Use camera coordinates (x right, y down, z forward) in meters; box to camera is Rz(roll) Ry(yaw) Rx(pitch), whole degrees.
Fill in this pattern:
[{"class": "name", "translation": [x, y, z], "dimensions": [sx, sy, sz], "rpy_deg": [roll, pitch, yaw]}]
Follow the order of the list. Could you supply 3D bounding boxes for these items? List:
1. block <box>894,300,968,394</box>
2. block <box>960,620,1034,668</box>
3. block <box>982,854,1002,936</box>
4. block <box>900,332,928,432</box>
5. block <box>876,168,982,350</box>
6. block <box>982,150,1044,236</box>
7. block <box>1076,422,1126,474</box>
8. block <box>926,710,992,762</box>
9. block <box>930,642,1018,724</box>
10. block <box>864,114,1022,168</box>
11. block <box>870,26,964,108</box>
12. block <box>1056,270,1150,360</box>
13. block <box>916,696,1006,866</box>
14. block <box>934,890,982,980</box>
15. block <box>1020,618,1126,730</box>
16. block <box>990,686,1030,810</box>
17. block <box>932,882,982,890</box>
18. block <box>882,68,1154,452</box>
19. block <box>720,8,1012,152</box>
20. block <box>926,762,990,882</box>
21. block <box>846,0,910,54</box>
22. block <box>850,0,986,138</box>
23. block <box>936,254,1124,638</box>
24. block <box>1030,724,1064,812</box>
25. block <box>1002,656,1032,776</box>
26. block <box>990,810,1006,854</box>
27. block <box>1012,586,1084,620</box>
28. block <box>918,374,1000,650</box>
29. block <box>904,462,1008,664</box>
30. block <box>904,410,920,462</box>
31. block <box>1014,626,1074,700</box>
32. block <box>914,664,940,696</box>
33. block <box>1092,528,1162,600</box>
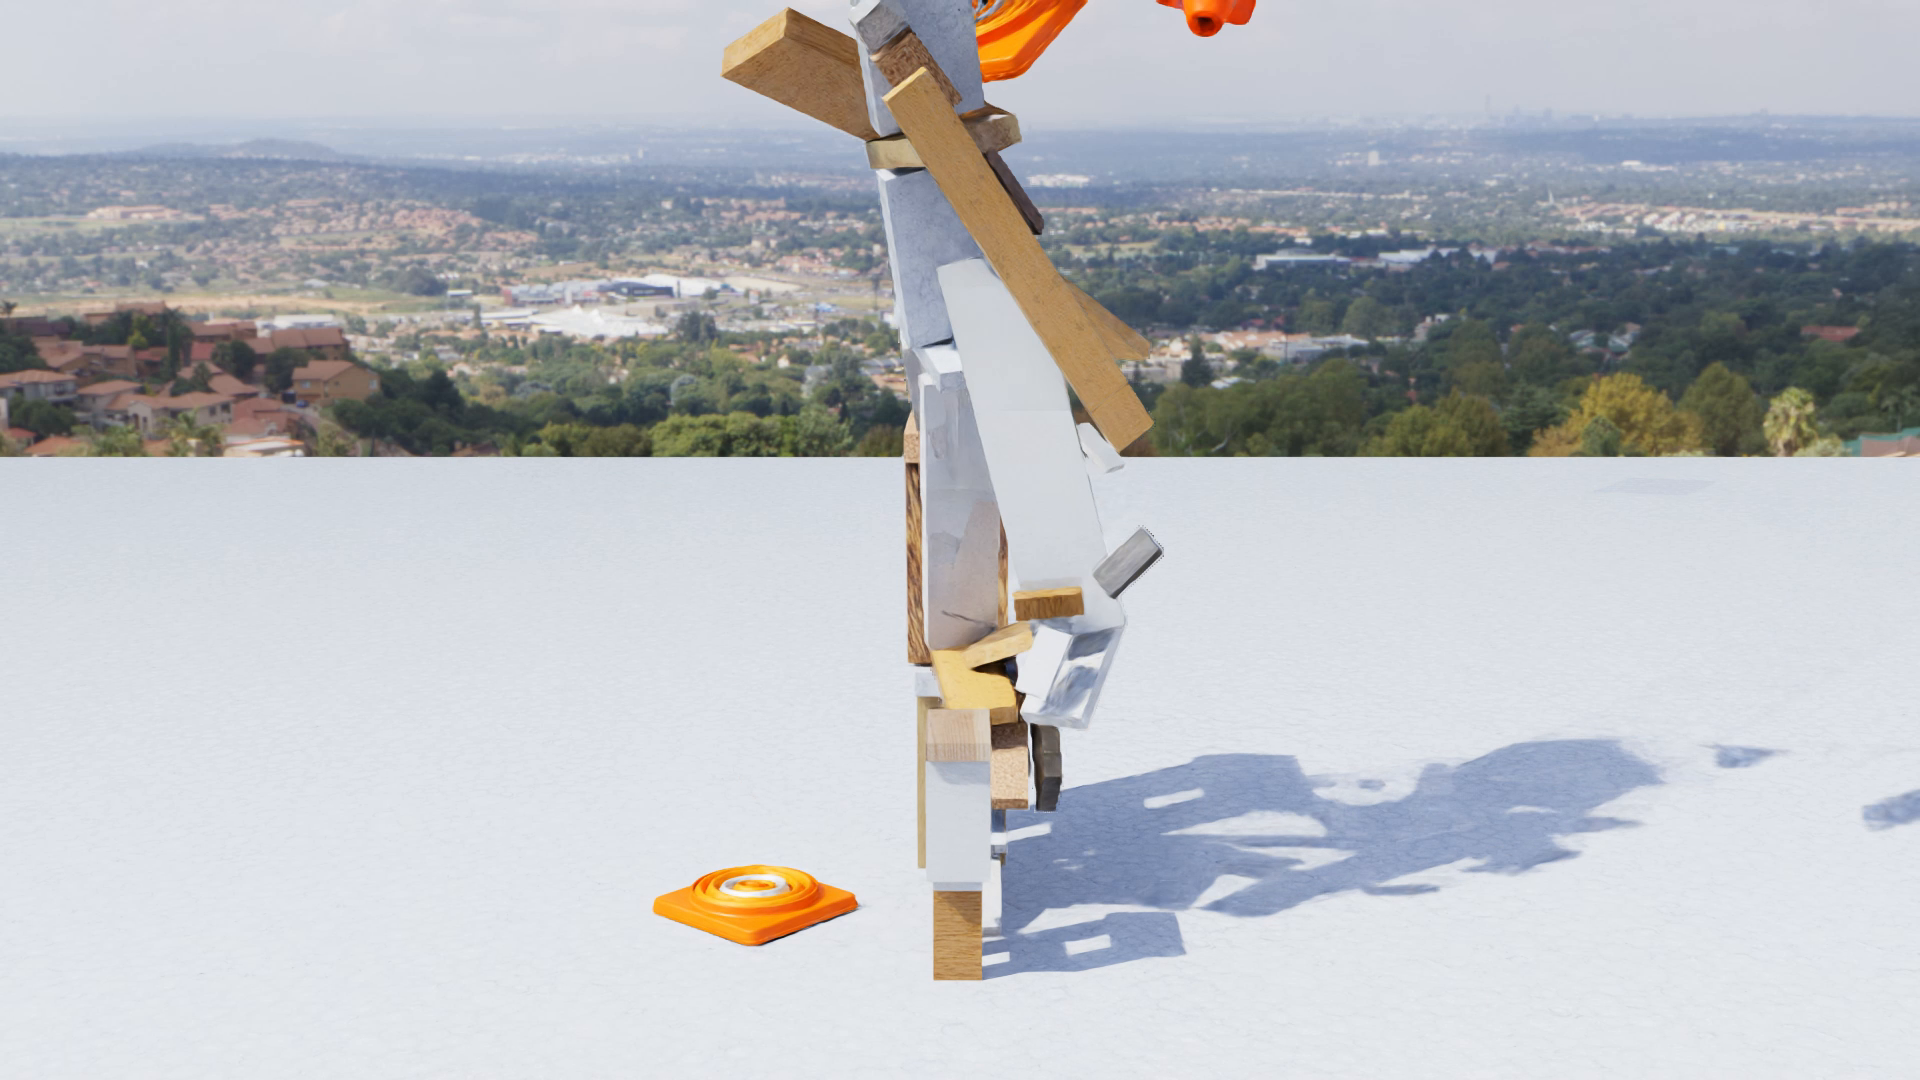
[{"class": "block", "translation": [-0.011, -0.316, 3.467], "dimensions": [0.122, 0.034, 0.243], "rpy_deg": [-11, 36, -15]}, {"class": "block", "translation": [0.104, 0.156, 3.578], "dimensions": [0.103, 0.029, 0.207], "rpy_deg": [-30, 7, -41]}, {"class": "block", "translation": [0.018, 0.546, 3.528], "dimensions": [0.094, 0.027, 0.188], "rpy_deg": [0, 49, -1]}, {"class": "block", "translation": [-0.025, -0.268, 3.646], "dimensions": [0.121, 0.034, 0.243], "rpy_deg": [-7, -30, 1]}, {"class": "block", "translation": [-0.034, -0.444, 3.360], "dimensions": [0.143, 0.286, 0.041], "rpy_deg": [-17, 35, -13]}, {"class": "block", "translation": [0.047, -0.554, 3.511], "dimensions": [0.099, 0.028, 0.199], "rpy_deg": [-2, -32, 31]}, {"class": "block", "translation": [0.240, -0.162, 3.869], "dimensions": [0.053, 0.015, 0.106], "rpy_deg": [-17, 60, -49]}, {"class": "block", "translation": [-0.002, 0.289, 3.267], "dimensions": [0.094, 0.027, 0.189], "rpy_deg": [0, 11, 0]}, {"class": "block", "translation": [0.021, 0.232, 3.622], "dimensions": [0.112, 0.032, 0.223], "rpy_deg": [-6, 29, -7]}, {"class": "block", "translation": [-0.028, -0.584, 3.224], "dimensions": [0.143, 0.041, 0.286], "rpy_deg": [-18, 14, -16]}, {"class": "block", "translation": [-0.063, -0.679, 3.231], "dimensions": [0.072, 0.144, 0.020], "rpy_deg": [-37, 43, 6]}, {"class": "block", "translation": [0.194, -0.386, 3.747], "dimensions": [0.099, 0.028, 0.355], "rpy_deg": [0, -17, 35]}, {"class": "block", "translation": [0.002, 0.410, 3.804], "dimensions": [0.151, 0.302, 0.043], "rpy_deg": [0, 4, -1]}, {"class": "block", "translation": [-0.004, 0.586, 3.289], "dimensions": [0.073, 0.146, 0.021], "rpy_deg": [0, 11, 0]}, {"class": "block", "translation": [0.177, 0.196, 3.413], "dimensions": [0.103, 0.029, 0.207], "rpy_deg": [4, 53, 28]}, {"class": "block", "translation": [0.054, 0.336, 3.580], "dimensions": [0.112, 0.032, 0.223], "rpy_deg": [0, 50, 0]}, {"class": "block", "translation": [-0.004, 0.496, 3.322], "dimensions": [0.073, 0.021, 0.146], "rpy_deg": [0, 11, 0]}, {"class": "block", "translation": [0.093, -0.390, 3.167], "dimensions": [0.072, 0.665, 0.020], "rpy_deg": [-39, 30, -4]}, {"class": "block", "translation": [-0.135, -0.681, 3.376], "dimensions": [0.437, 0.048, 0.169], "rpy_deg": [18, -21, -35]}, {"class": "block", "translation": [-0.003, 0.407, 3.225], "dimensions": [0.094, 0.189, 0.027], "rpy_deg": [0, 11, 0]}, {"class": "block", "translation": [-0.115, -0.735, 3.096], "dimensions": [0.072, 0.020, 0.144], "rpy_deg": [-41, -7, 3]}, {"class": "block", "translation": [-0.068, -0.767, 3.204], "dimensions": [0.169, 0.337, 0.048], "rpy_deg": [-19, 42, -11]}, {"class": "block", "translation": [0.111, -0.142, 3.356], "dimensions": [0.143, 0.600, 0.041], "rpy_deg": [-14, 11, 6]}, {"class": "block", "translation": [0.137, 0.321, 3.538], "dimensions": [0.029, 0.103, 0.207], "rpy_deg": [1, 51, -6]}, {"class": "block", "translation": [0.050, 0.295, 3.658], "dimensions": [0.112, 0.032, 0.223], "rpy_deg": [-4, 51, -4]}, {"class": "block", "translation": [0.019, 0.426, 3.589], "dimensions": [0.094, 0.027, 0.188], "rpy_deg": [-4, 51, -4]}, {"class": "block", "translation": [0.136, 0.097, 3.359], "dimensions": [0.104, 0.052, 0.015], "rpy_deg": [-5, 49, 5]}, {"class": "block", "translation": [0.000, -0.045, 3.560], "dimensions": [0.122, 0.515, 0.034], "rpy_deg": [-9, 36, -13]}, {"class": "block", "translation": [-0.006, 0.036, 3.787], "dimensions": [0.174, 0.347, 0.049], "rpy_deg": [-1, 2, -5]}, {"class": "block", "translation": [-0.005, -0.186, 3.886], "dimensions": [0.174, 0.049, 0.347], "rpy_deg": [0, 10, 1]}, {"class": "block", "translation": [0.128, 0.187, 3.332], "dimensions": [0.052, 0.104, 0.015], "rpy_deg": [17, -15, 23]}, {"class": "block", "translation": [-0.004, 0.217, 3.888], "dimensions": [0.151, 0.043, 0.302], "rpy_deg": [0, 11, -1]}, {"class": "block", "translation": [0.253, 0.036, 3.329], "dimensions": [0.015, 0.104, 0.052], "rpy_deg": [32, 16, -52]}]
